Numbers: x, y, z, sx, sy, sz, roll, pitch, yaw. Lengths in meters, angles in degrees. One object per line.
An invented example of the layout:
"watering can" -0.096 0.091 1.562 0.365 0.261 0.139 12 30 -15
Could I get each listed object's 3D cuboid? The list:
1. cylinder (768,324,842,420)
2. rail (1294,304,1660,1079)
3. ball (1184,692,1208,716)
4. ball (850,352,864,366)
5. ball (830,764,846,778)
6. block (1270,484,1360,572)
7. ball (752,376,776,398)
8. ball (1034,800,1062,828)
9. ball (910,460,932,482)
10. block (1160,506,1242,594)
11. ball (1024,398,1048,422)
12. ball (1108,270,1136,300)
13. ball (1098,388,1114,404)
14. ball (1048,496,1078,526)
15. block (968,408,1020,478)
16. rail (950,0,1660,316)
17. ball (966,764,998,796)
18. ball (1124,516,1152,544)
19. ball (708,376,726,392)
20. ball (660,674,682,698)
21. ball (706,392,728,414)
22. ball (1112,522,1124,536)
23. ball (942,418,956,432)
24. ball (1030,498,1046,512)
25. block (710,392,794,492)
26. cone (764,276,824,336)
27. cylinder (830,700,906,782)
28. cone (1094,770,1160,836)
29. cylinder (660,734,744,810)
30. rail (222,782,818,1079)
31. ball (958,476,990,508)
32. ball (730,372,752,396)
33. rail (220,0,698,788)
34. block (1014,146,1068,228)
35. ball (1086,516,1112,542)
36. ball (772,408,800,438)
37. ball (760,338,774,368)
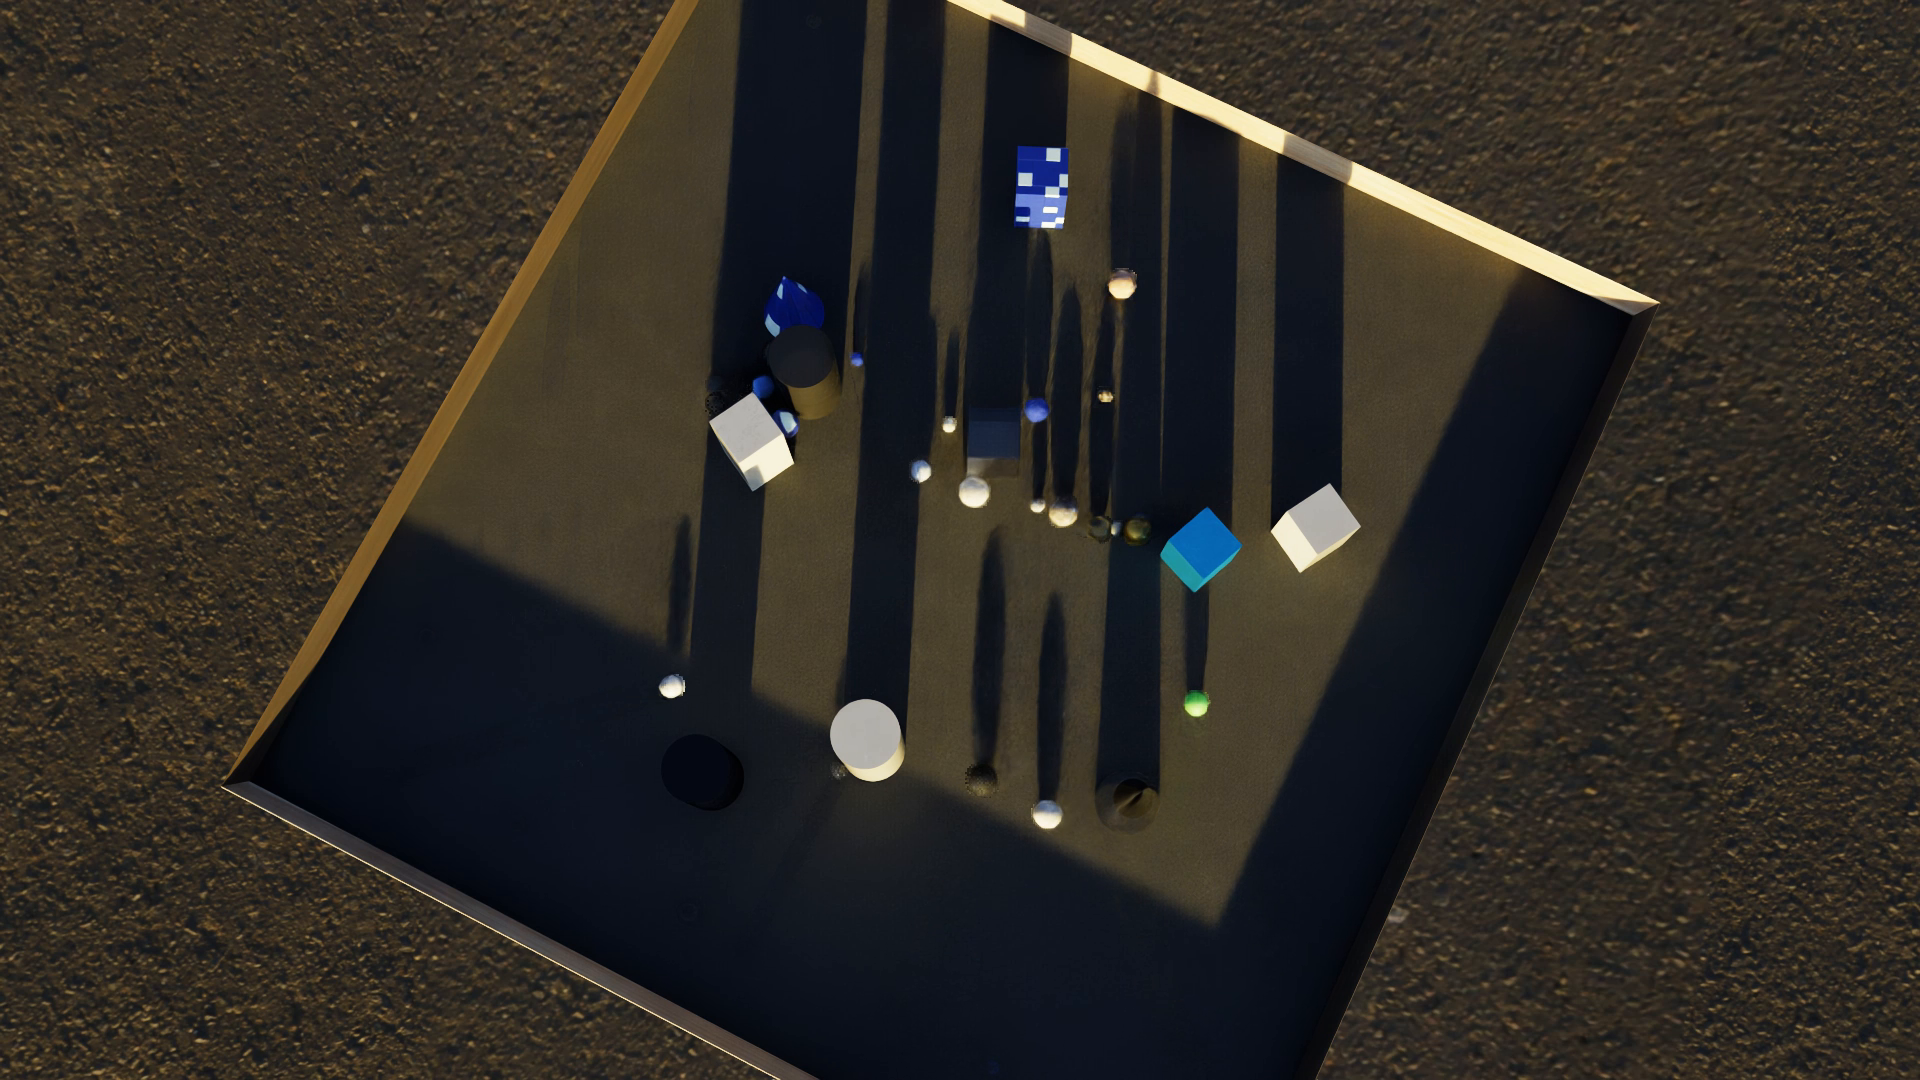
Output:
"cylinder" -0.464 -0.504 5.543 0.194 0.348 0.194 0 78 0
"rail" 1.408 0.696 5.407 0.045 0.126 3.253 26 80 5
"ball" 0.706 0.490 5.478 0.073 0.073 0.073 0 78 0
"ball" -0.320 -0.564 5.712 0.042 0.042 0.042 0 78 0
"ball" -0.363 0.686 5.452 0.044 0.044 0.044 0 78 0
"block" 1.061 -0.033 5.481 0.155 0.278 0.155 -33 80 -6
"ball" -0.608 -0.474 5.678 0.071 0.071 0.071 0 78 0
"ball" 0.259 0.809 5.406 0.085 0.085 0.085 0 78 0
"ball" -0.120 -0.212 5.627 0.065 0.065 0.065 0 78 0
"block" 0.719 0.032 5.488 0.155 0.240 0.155 -40 81 -8
"ball" 0.236 -0.402 5.661 0.077 0.077 0.077 0 78 0
"ball" 0.508 -0.799 5.736 0.089 0.089 0.089 0 78 0
"ball" 0.451 -0.448 5.685 0.048 0.048 0.048 0 78 0
"ball" 0.315 -0.087 5.588 0.092 0.092 0.092 0 78 0
"block" 0.102 -0.291 5.548 0.155 0.252 0.155 1 78 0
"rail" 0.717 -1.397 5.840 3.195 0.126 0.045 26 80 5
"ball" 0.067 0.710 5.421 0.095 0.095 0.095 0 78 0
"ball" 0.540 -0.029 5.571 0.087 0.087 0.087 0 78 0
"ball" -0.755 -0.483 5.688 0.056 0.056 0.056 0 78 0
"ball" -0.865 0.439 5.491 0.068 0.068 0.068 0 78 0
"ball" -0.754 -0.423 5.669 0.069 0.069 0.069 0 78 0
"ball" 0.481 -0.034 5.601 0.044 0.044 0.044 0 78 0
"ball" -0.034 -0.353 5.667 0.044 0.044 0.044 0 78 0
"ball" 0.238 -0.108 5.615 0.046 0.046 0.046 0 78 0
"block" -0.621 -0.291 5.495 0.155 0.355 0.155 -35 80 -7
"cone" -0.522 -0.747 5.596 0.194 0.342 0.194 0 78 0
"cylinder" -0.261 0.580 5.267 0.194 0.449 0.194 0 78 0
"cone" 0.498 0.733 5.225 0.194 0.470 0.194 0 78 0
"cylinder" -0.741 0.676 5.299 0.194 0.347 0.194 0 78 0
"rail" -0.717 1.410 5.259 3.195 0.126 0.045 26 80 5
"ball" 0.042 -0.148 5.599 0.095 0.095 0.095 0 78 0
"ball" -0.678 -0.484 5.681 0.070 0.070 0.070 0 78 0
"rail" -1.408 -0.683 5.692 0.045 0.126 3.253 26 80 5
"block" 0.251 -1.095 5.706 0.155 0.270 0.155 2 78 0
"ball" 0.423 -0.033 5.581 0.078 0.078 0.078 0 78 0
"ball" -0.539 -0.359 5.644 0.092 0.092 0.092 0 78 0
"ball" -0.571 -0.576 5.686 0.097 0.097 0.097 0 78 0
